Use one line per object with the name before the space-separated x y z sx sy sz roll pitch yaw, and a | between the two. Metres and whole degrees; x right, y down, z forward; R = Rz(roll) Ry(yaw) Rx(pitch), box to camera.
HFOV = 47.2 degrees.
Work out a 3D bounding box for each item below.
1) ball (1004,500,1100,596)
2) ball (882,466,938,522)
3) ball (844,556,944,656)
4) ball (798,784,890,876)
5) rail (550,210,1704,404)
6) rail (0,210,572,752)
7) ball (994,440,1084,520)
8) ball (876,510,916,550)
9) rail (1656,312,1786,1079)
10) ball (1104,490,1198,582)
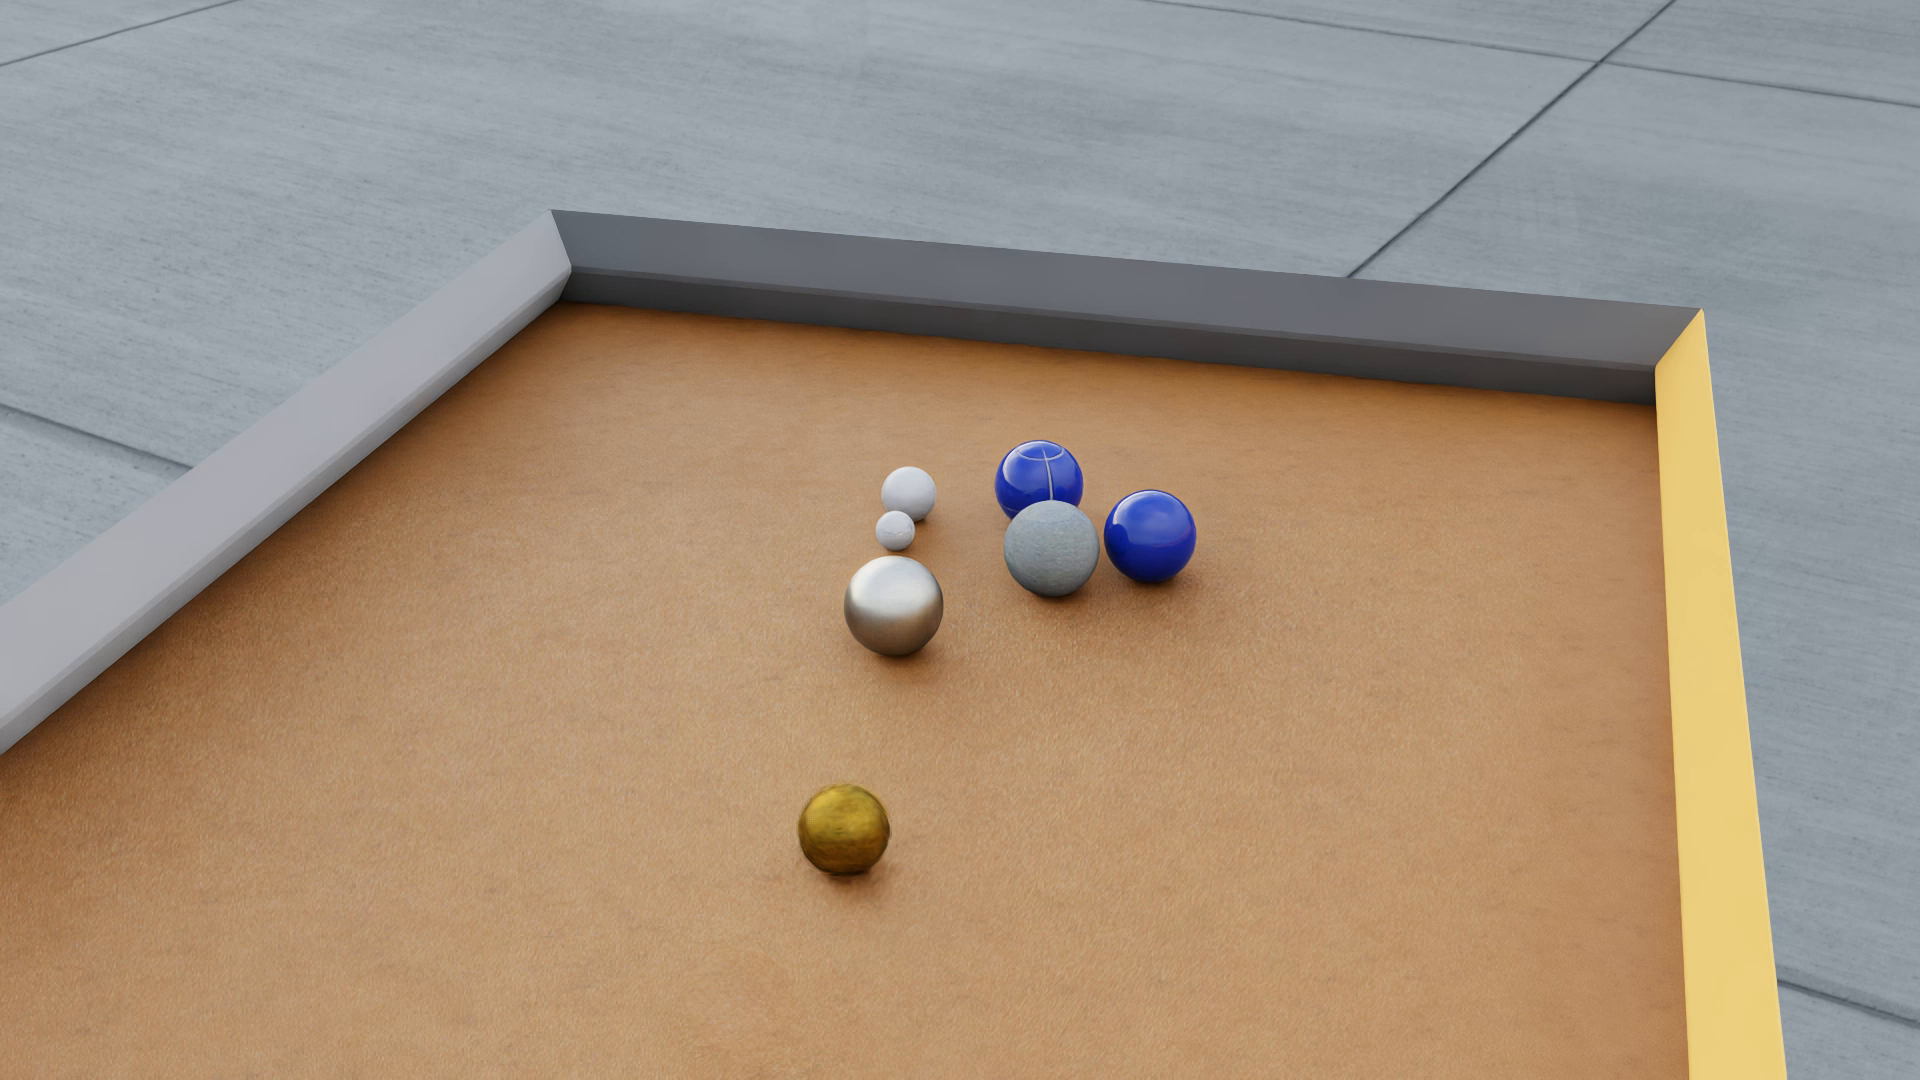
ball | 0.089 0.008 2.134 0.094 0.094 0.094 0 27 0
ball | -0.053 -0.047 2.286 0.058 0.058 0.058 0 27 0
ball | -0.061 0.061 2.030 0.093 0.093 0.093 0 27 0
ball | -0.091 0.227 1.721 0.072 0.072 0.072 0 27 0
rail | 0.154 -0.281 2.679 1.425 0.122 0.045 7 27 13
rail | -0.826 0.171 1.774 0.045 0.122 2.503 7 27 13
ball | 0.081 -0.057 2.266 0.093 0.093 0.093 0 27 0
ball | -0.066 -0.009 2.230 0.040 0.040 0.040 0 27 0
rail | 0.507 0.328 1.460 0.045 0.122 2.503 7 27 13
ball | 0.187 -0.004 2.161 0.092 0.092 0.092 0 27 0
